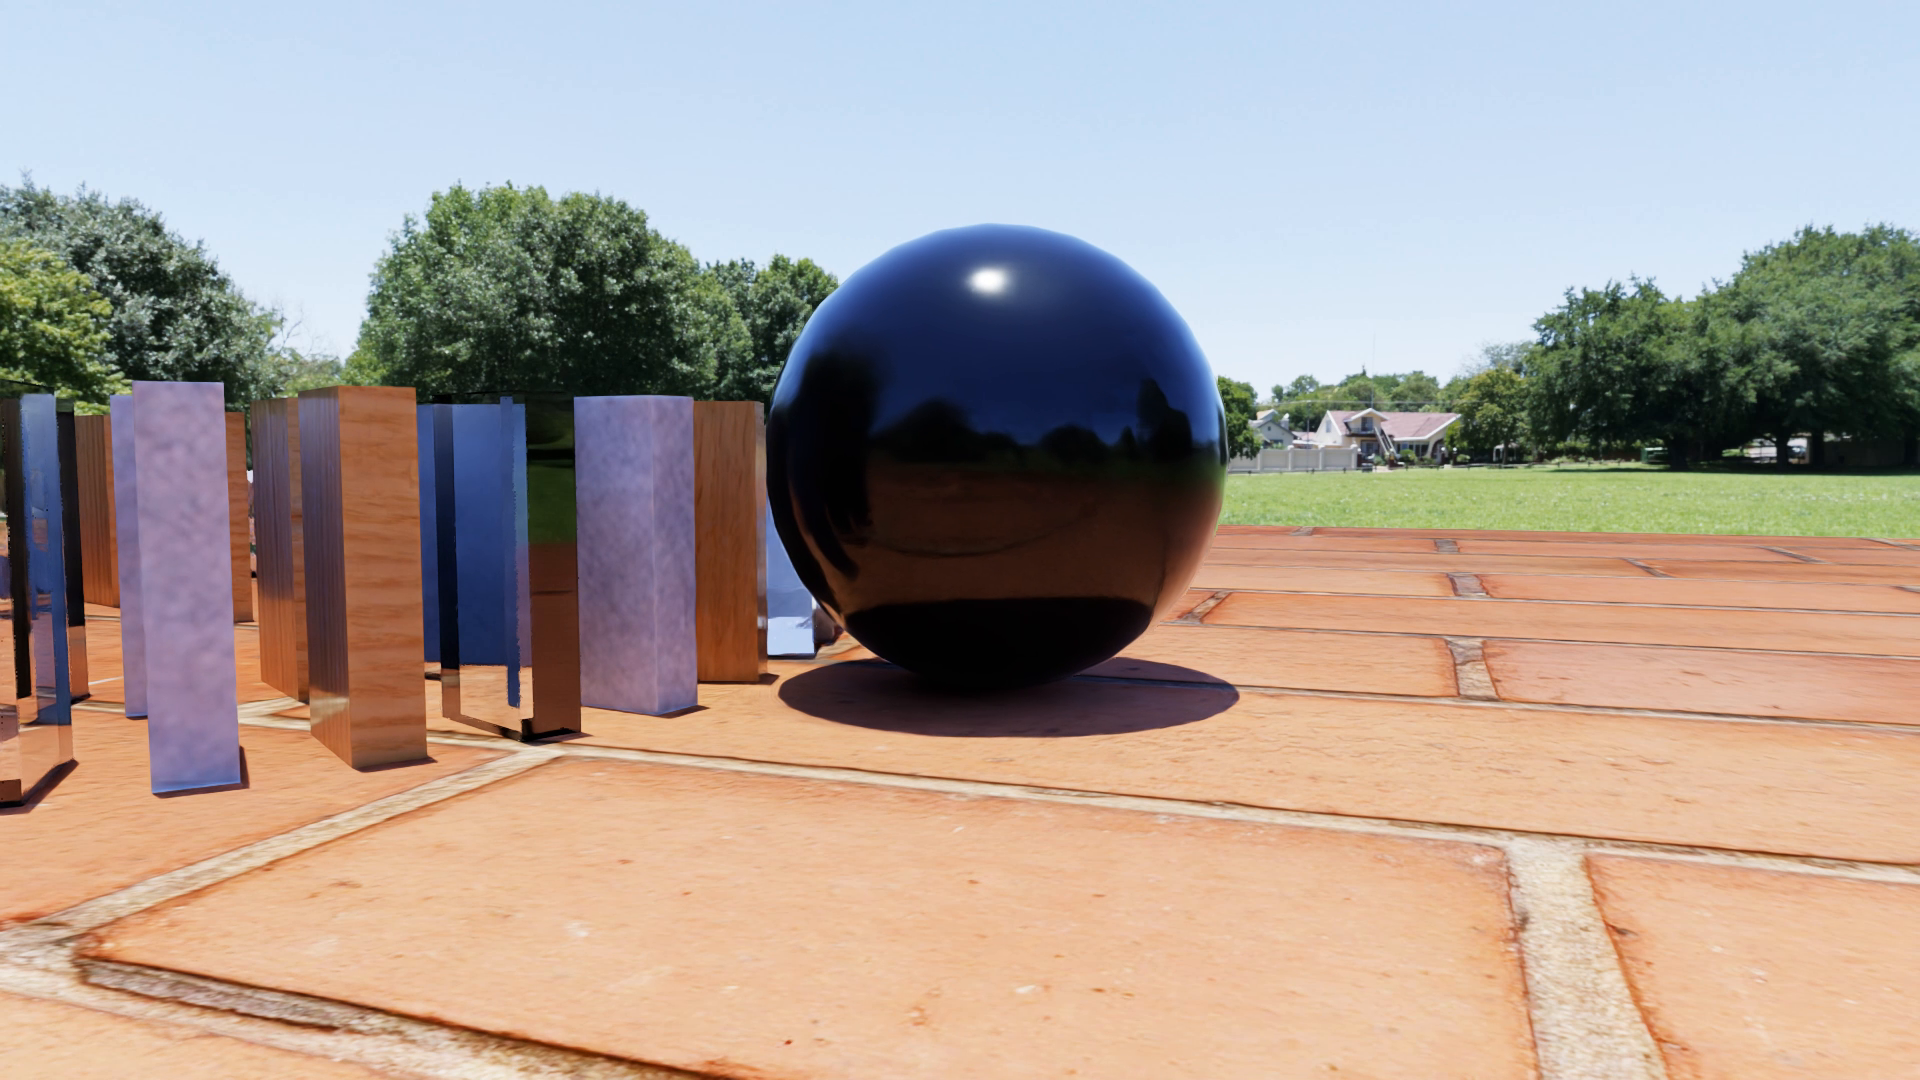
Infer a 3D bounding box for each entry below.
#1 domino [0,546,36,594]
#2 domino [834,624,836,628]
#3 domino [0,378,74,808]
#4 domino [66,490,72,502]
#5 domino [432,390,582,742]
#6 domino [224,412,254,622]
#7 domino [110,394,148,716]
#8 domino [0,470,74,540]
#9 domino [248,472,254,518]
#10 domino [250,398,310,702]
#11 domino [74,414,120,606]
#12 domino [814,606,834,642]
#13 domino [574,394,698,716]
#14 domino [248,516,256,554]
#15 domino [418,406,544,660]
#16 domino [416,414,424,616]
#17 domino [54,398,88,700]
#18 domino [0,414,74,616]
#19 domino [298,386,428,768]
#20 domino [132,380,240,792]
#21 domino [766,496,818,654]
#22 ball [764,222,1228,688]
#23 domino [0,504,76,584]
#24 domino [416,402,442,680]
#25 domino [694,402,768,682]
[{"bbox_3d":[-0.287,-0.003,0.354,0.025,0.010,0.050,3,-31,35],"label":"domino"},{"bbox_3d":[-0.043,0.001,0.313,0.025,0.010,0.050,-1,39,-7],"label":"domino"},{"bbox_3d":[-0.119,0.006,0.158,0.009,0.050,0.025,-2,5,-23],"label":"domino"},{"bbox_3d":[-0.251,-0.005,0.403,0.050,0.009,0.025,34,-14,-29],"label":"domino"},{"bbox_3d":[-0.068,0.003,0.193,0.025,0.050,0.009,4,6,43],"label":"domino"},{"bbox_3d":[-0.184,-0.006,0.313,0.025,0.050,0.010,4,6,40],"label":"domino"},{"bbox_3d":[-0.131,0.002,0.212,0.009,0.050,0.025,-2,5,-26],"label":"domino"},{"bbox_3d":[-0.265,-0.004,0.389,0.025,0.009,0.050,5,-26,49],"label":"domino"},{"bbox_3d":[-0.216,-0.006,0.425,0.050,0.009,0.025,30,-4,-15],"label":"domino"},{"bbox_3d":[-0.114,0.001,0.223,0.010,0.050,0.025,-4,6,-41],"label":"domino"},{"bbox_3d":[-0.228,-0.008,0.344,0.025,0.050,0.010,3,5,37],"label":"domino"},{"bbox_3d":[-0.040,0.003,0.293,0.025,0.009,0.050,0,37,-1],"label":"domino"},{"bbox_3d":[-0.056,0.002,0.210,0.025,0.050,0.009,2,5,30],"label":"domino"},{"bbox_3d":[-0.234,-0.006,0.417,0.050,0.009,0.025,31,-5,-18],"label":"domino"},{"bbox_3d":[-0.095,-0.002,0.258,0.025,0.050,0.010,1,4,13],"label":"domino"},{"bbox_3d":[-0.128,-0.007,0.327,0.009,0.050,0.025,2,5,20],"label":"domino"},{"bbox_3d":[-0.151,0.002,0.204,0.010,0.050,0.025,-1,4,-13],"label":"domino"},{"bbox_3d":[-0.239,-0.007,0.327,0.025,0.050,0.010,2,5,27],"label":"domino"},{"bbox_3d":[-0.084,0.004,0.179,0.009,0.050,0.025,-3,5,-38],"label":"domino"},{"bbox_3d":[-0.101,0.005,0.168,0.009,0.050,0.025,-3,5,-31],"label":"domino"},{"bbox_3d":[-0.043,0.004,0.275,0.025,0.009,0.050,-1,37,-2],"label":"domino"},{"bbox_3d":[0.006,-0.014,0.224,0.080,0.080,0.080,0,4,0],"label":"ball"},{"bbox_3d":[-0.277,-0.003,0.371,0.025,0.009,0.050,3,-28,38],"label":"domino"},{"bbox_3d":[-0.102,0.000,0.239,0.025,0.050,0.010,2,5,27],"label":"domino"},{"bbox_3d":[-0.048,0.000,0.232,0.025,0.050,0.010,0,4,2],"label":"domino"}]
